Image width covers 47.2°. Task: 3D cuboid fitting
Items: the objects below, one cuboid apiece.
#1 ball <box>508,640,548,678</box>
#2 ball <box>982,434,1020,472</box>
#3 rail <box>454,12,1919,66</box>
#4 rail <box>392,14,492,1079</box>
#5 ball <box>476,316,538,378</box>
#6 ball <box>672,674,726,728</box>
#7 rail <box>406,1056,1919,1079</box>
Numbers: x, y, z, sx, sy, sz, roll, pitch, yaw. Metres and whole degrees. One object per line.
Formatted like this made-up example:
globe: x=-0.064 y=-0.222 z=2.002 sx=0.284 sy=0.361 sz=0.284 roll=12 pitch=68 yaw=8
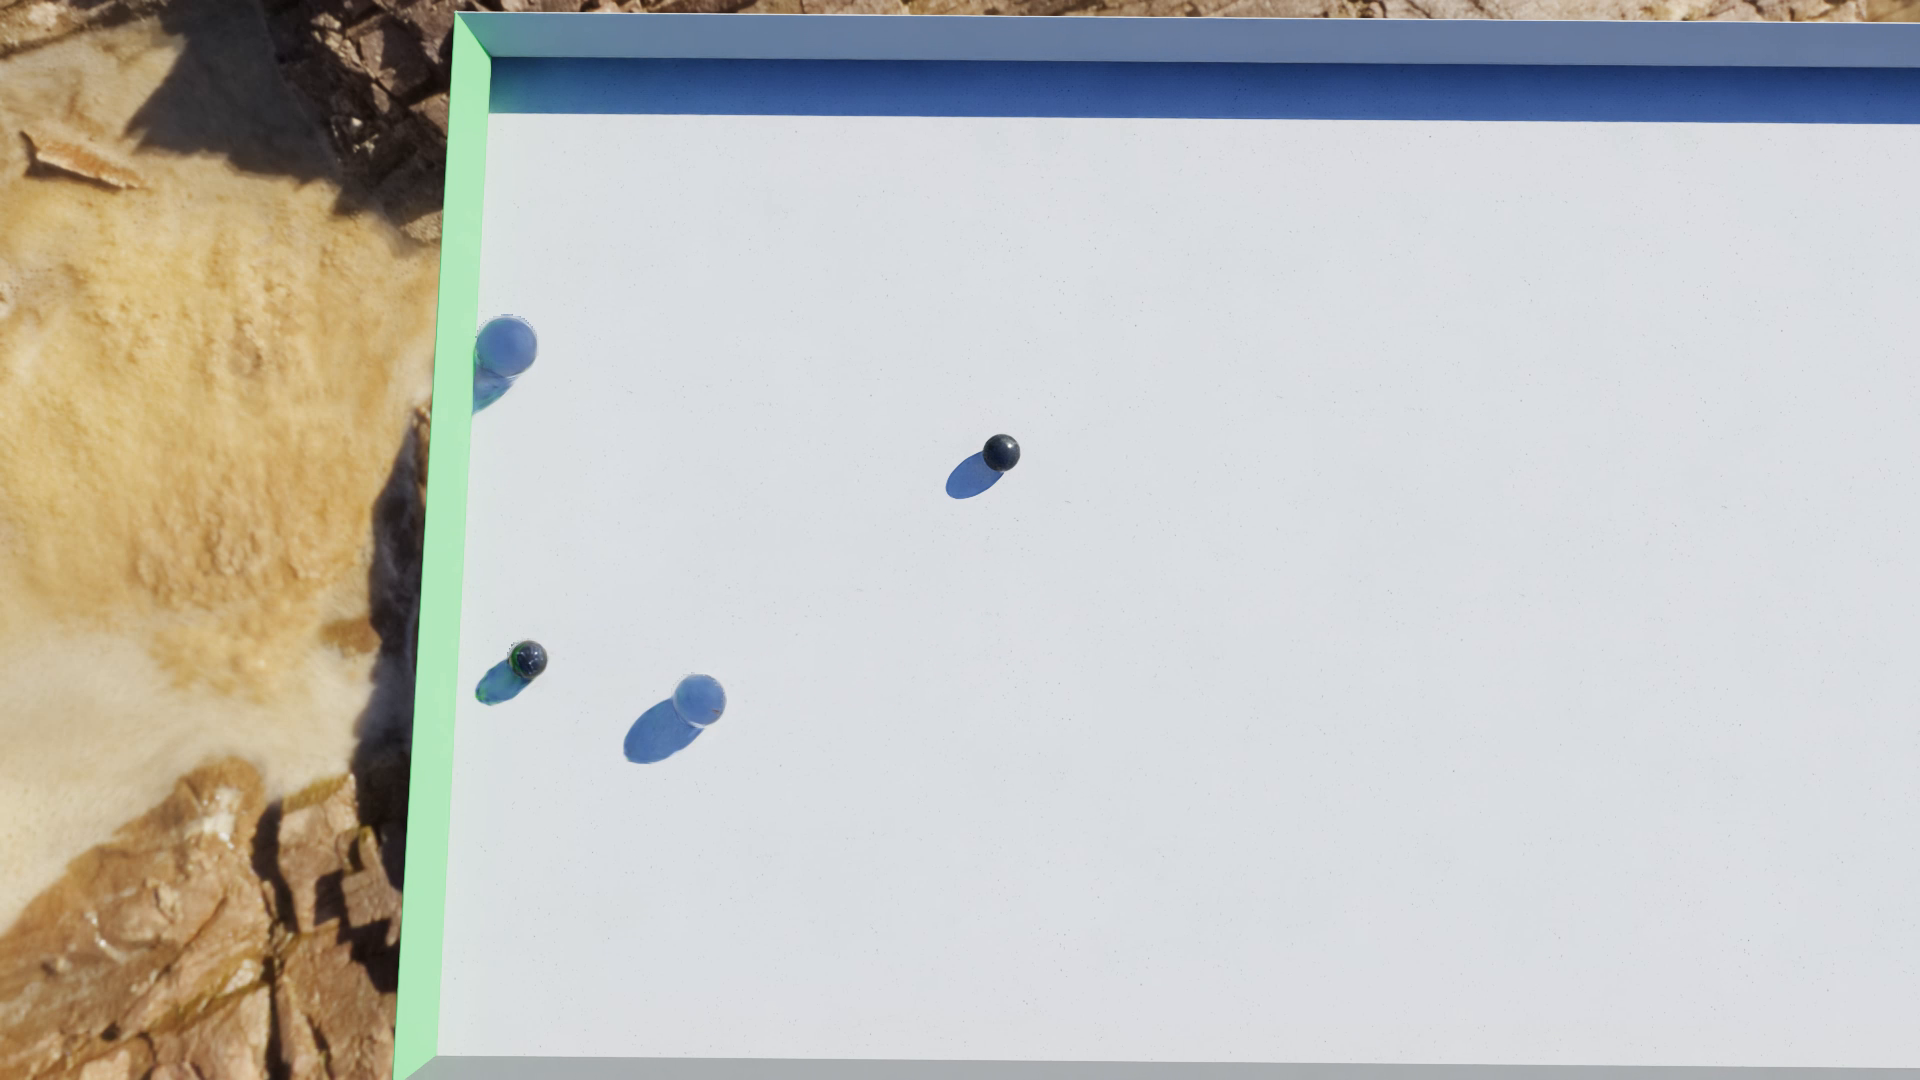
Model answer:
ball: x=-0.642 y=0.178 z=3.271 sx=0.058 sy=0.058 sz=0.058 roll=0 pitch=78 yaw=0
ball: x=0.063 y=-0.132 z=3.335 sx=0.058 sy=0.058 sz=0.058 roll=0 pitch=78 yaw=0
rail: x=0.790 y=-0.765 z=3.432 sx=3.136 sy=0.121 sz=0.045 roll=0 pitch=78 yaw=0
rail: x=-0.760 y=-0.012 z=3.277 sx=0.045 sy=0.121 sz=1.611 roll=0 pitch=78 yaw=0
ball: x=-0.690 y=-0.293 z=3.350 sx=0.093 sy=0.093 sz=0.093 roll=0 pitch=78 yaw=0
ball: x=-0.385 y=0.237 z=3.248 sx=0.080 sy=0.080 sz=0.080 roll=0 pitch=78 yaw=0
rail: x=0.777 y=0.766 z=3.117 sx=3.136 sy=0.121 sz=0.045 roll=0 pitch=78 yaw=0
